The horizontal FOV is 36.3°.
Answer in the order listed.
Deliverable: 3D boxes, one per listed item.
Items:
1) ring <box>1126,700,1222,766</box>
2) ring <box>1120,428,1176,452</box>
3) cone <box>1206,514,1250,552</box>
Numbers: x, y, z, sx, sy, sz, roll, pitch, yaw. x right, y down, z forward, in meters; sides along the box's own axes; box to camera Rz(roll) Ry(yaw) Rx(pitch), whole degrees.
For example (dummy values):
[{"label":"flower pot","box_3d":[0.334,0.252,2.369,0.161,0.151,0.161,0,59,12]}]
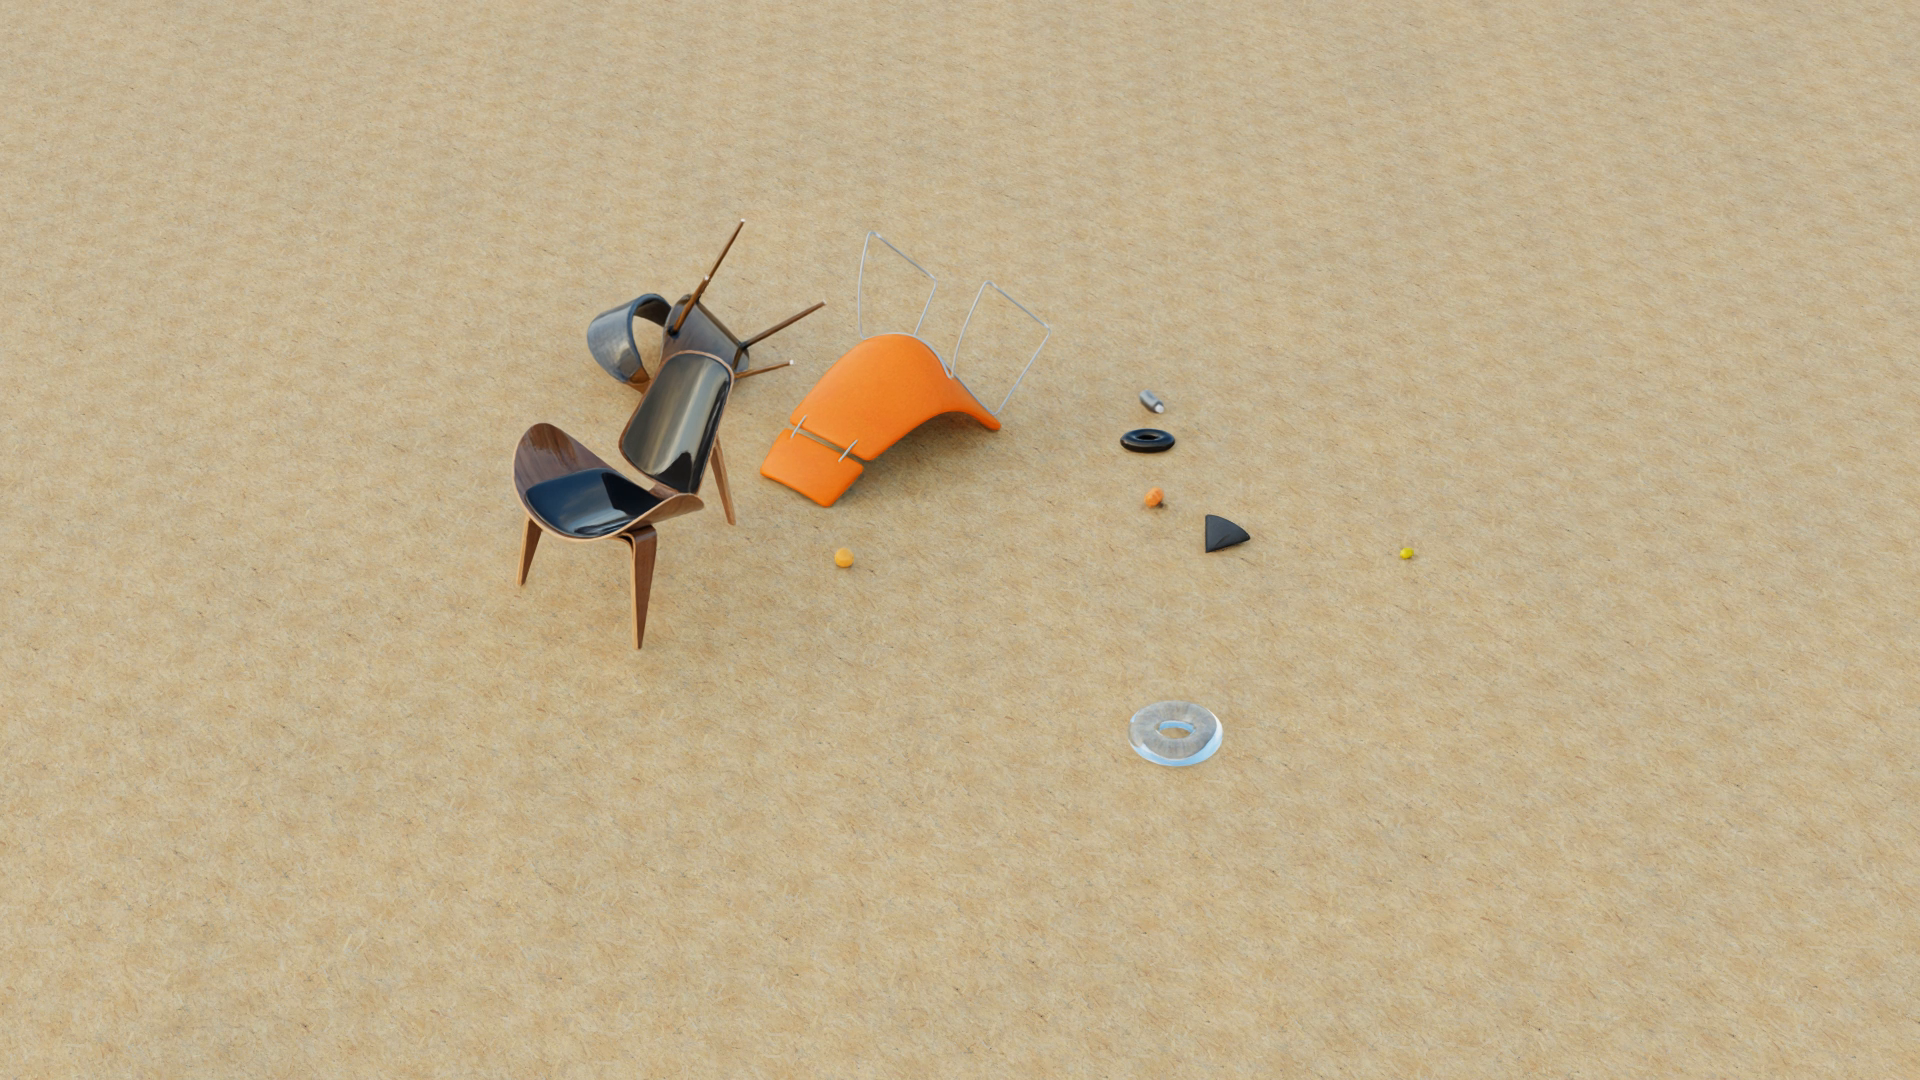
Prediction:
[{"label":"ring","box_3d":[0.725,0.650,9.884,0.324,0.084,0.328,8,34,13]},{"label":"ring","box_3d":[0.735,-0.388,11.483,0.217,0.056,0.125,0,35,2]},{"label":"cone","box_3d":[0.954,0.002,10.900,0.206,0.096,0.144,25,60,31]}]
